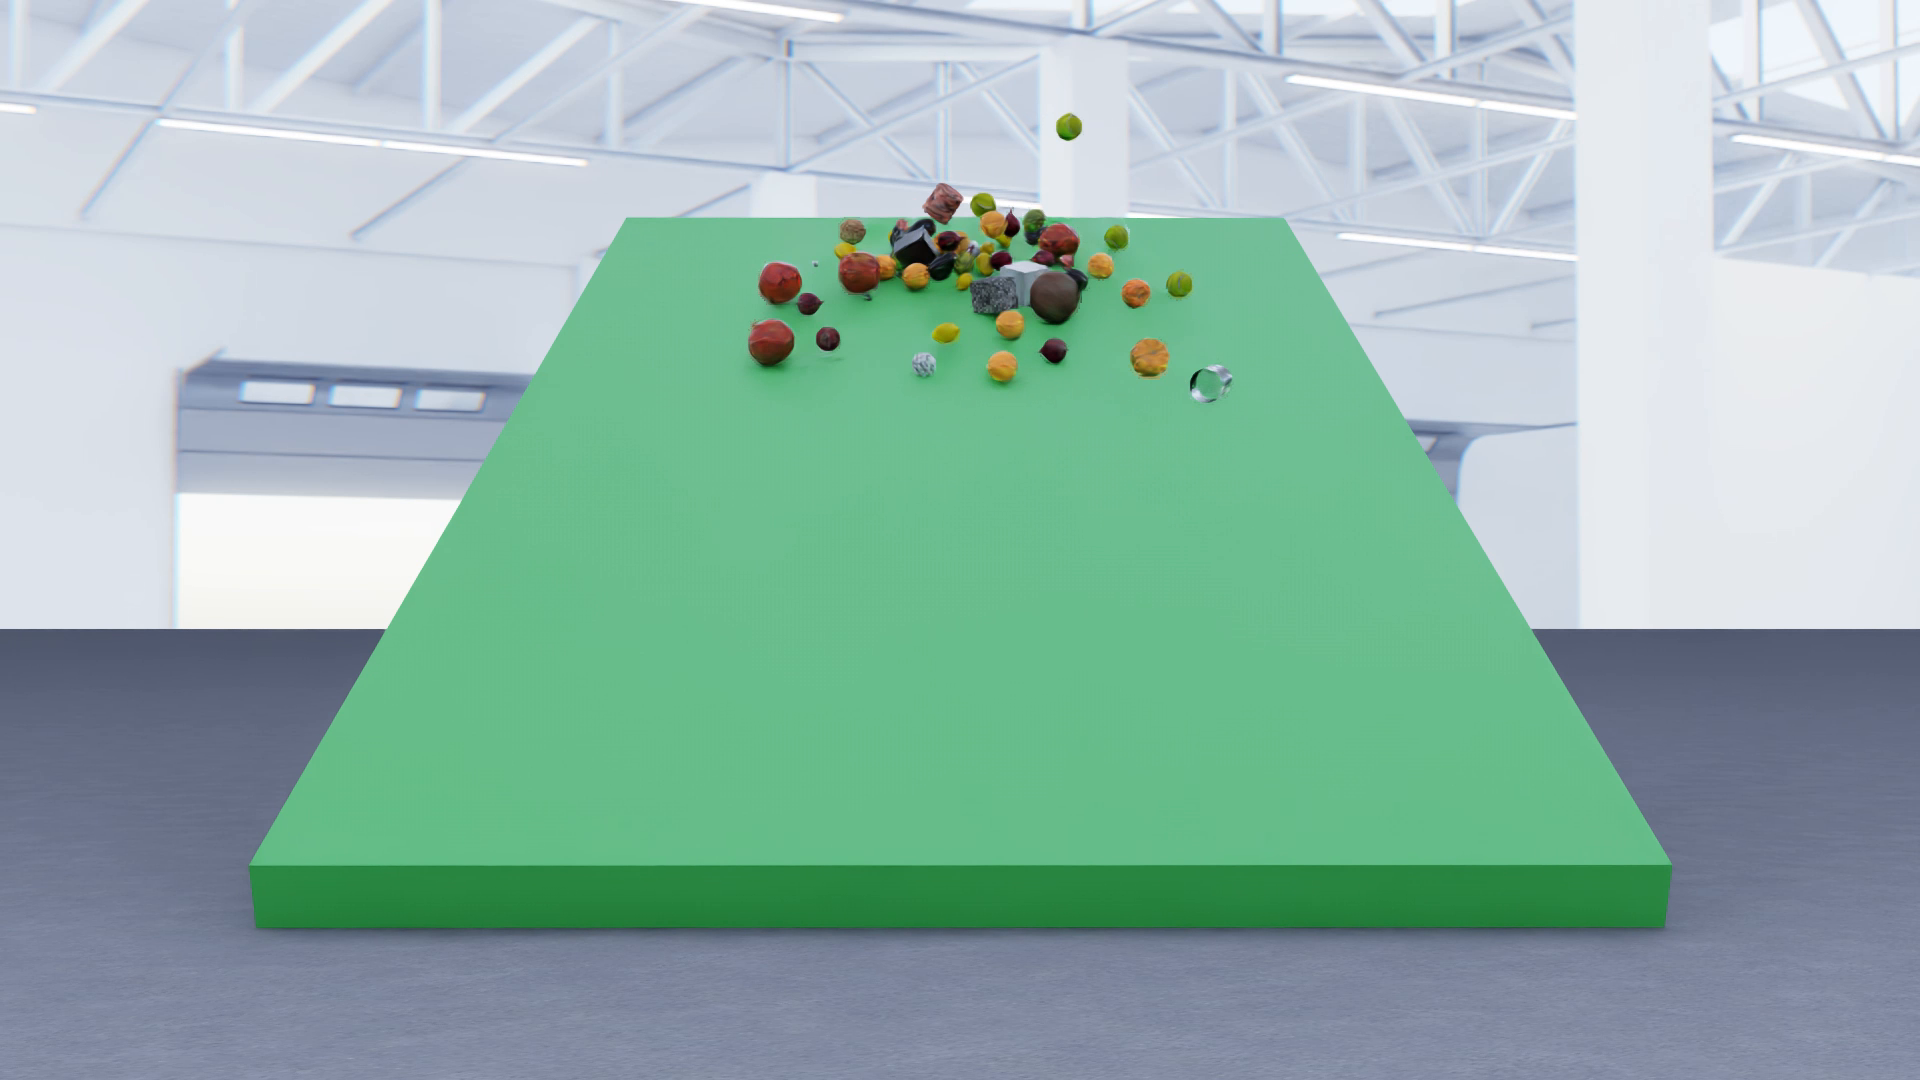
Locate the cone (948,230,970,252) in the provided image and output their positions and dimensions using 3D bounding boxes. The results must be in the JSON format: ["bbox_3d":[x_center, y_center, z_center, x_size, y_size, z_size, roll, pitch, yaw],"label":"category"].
[{"bbox_3d":[-0.016,-0.826,6.326,0.063,0.063,0.063,1,3,-25],"label":"cone"}]

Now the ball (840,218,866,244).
[{"bbox_3d":[-0.303,-0.869,6.432,0.074,0.074,0.074,0,-2,0],"label":"ball"}]

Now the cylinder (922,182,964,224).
[{"bbox_3d":[-0.048,-0.957,6.483,0.085,0.085,0.085,31,20,-13],"label":"cylinder"}]

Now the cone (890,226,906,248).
[{"bbox_3d":[-0.177,-0.861,6.400,0.061,0.061,0.061,-1,-34,16],"label":"cone"}]

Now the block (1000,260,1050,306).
[{"bbox_3d":[0.172,-0.676,6.022,0.092,0.092,0.092,-18,28,-39],"label":"block"}]

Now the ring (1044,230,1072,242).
[{"bbox_3d":[0.286,-0.887,6.663,0.078,0.026,0.078,1,21,0],"label":"ring"}]

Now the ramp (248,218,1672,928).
[{"bbox_3d":[-0.006,-0.215,5.090,2.000,0.100,4.000,0,21,0],"label":"ramp"}]

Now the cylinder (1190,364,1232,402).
[{"bbox_3d":[0.567,-0.354,5.156,0.077,0.077,0.077,-1,12,25],"label":"cylinder"}]

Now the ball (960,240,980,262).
[{"bbox_3d":[0.027,-0.814,6.423,0.059,0.059,0.059,0,-2,0],"label":"ball"}]

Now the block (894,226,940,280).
[{"bbox_3d":[-0.117,-0.783,6.234,0.093,0.093,0.093,-28,23,13],"label":"block"}]

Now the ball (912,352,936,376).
[{"bbox_3d":[-0.085,-0.416,5.392,0.057,0.057,0.057,0,-2,0],"label":"ball"}]

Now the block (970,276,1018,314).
[{"bbox_3d":[0.088,-0.634,5.904,0.082,0.082,0.082,5,19,45],"label":"block"}]
